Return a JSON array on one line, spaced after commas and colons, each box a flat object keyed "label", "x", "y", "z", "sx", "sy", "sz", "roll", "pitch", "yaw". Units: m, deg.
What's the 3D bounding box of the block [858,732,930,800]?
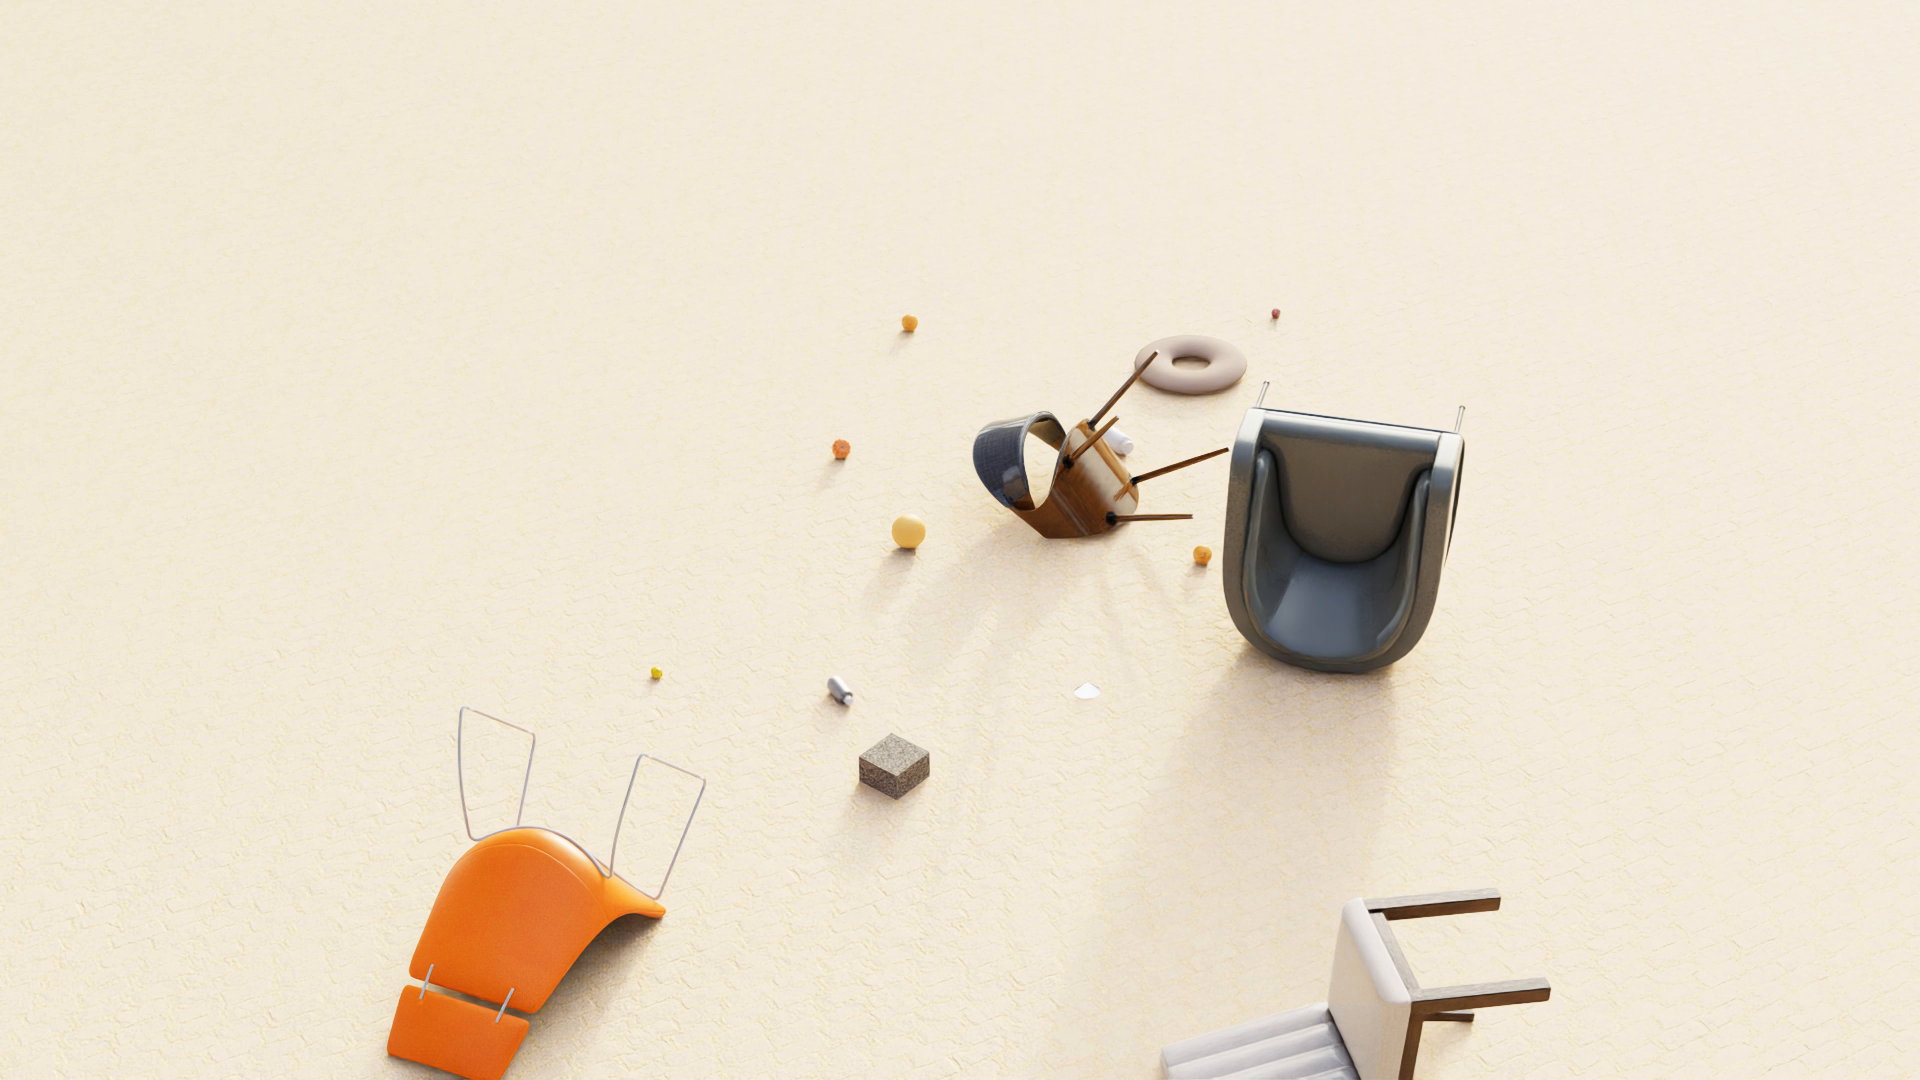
[{"label": "block", "x": -0.218, "y": 0.750, "z": 9.714, "sx": 0.166, "sy": 0.101, "sz": 0.168, "roll": 24, "pitch": 40, "yaw": 32}]

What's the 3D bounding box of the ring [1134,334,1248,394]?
[{"label": "ring", "x": 0.943, "y": -0.719, "z": 11.978, "sx": 0.466, "sy": 0.066, "sz": 0.436, "roll": -10, "pitch": 35, "yaw": -14}]

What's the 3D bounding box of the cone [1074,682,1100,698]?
[{"label": "cone", "x": 0.441, "y": 0.507, "z": 10.139, "sx": 0.096, "sy": 0.040, "sz": 0.082, "roll": -14, "pitch": 36, "yaw": -20}]

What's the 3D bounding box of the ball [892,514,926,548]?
[{"label": "ball", "x": -0.190, "y": -0.033, "z": 10.878, "sx": 0.129, "sy": 0.129, "sz": 0.129, "roll": 0, "pitch": 33, "yaw": 0}]
